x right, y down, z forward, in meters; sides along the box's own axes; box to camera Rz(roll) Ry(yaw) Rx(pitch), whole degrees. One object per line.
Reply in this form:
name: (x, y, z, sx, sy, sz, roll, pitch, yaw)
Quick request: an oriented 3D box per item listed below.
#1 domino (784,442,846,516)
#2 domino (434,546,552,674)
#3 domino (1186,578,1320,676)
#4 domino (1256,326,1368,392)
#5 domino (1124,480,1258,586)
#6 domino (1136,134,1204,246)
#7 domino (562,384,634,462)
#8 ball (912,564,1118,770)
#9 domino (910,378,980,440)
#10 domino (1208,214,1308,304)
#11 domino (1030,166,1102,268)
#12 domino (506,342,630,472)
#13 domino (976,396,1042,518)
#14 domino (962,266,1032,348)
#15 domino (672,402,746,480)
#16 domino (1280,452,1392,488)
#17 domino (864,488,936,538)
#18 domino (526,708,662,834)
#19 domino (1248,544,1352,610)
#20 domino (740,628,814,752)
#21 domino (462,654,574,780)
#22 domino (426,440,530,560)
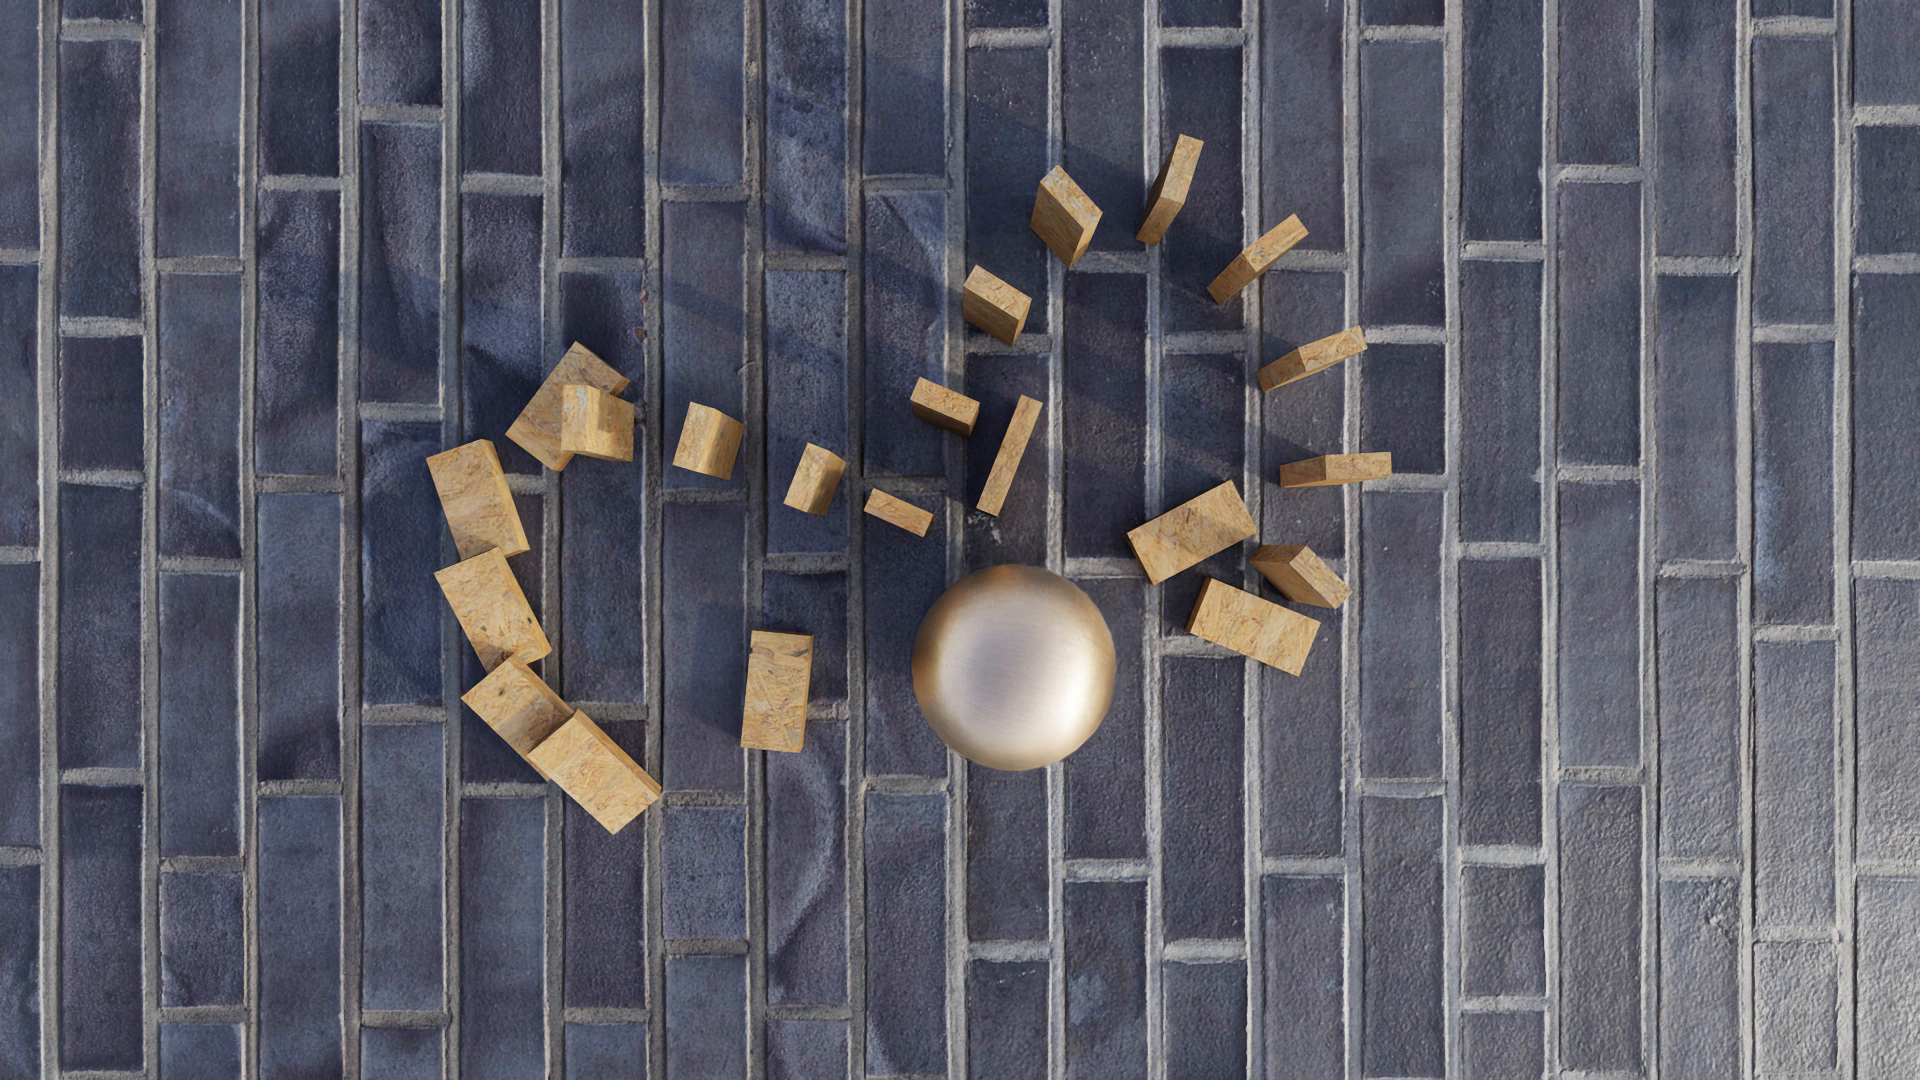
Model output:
domino: (-0.058, -0.024, 0.375, 0.010, 0.050, 0.025, 21, 90, 0)
domino: (-0.198, 0.031, 0.390, 0.025, 0.010, 0.050, -22, 102, 0)
domino: (0.126, 0.037, 0.395, 0.050, 0.009, 0.025, 22, 90, 0)
domino: (0.142, -0.073, 0.375, 0.025, 0.050, 0.009, -20, 90, 0)
domino: (0.099, -0.003, 0.395, 0.050, 0.010, 0.025, -27, 90, 0)
domino: (0.085, -0.142, 0.375, 0.010, 0.050, 0.025, 18, 90, 0)
domino: (-0.147, -0.047, 0.375, 0.010, 0.050, 0.025, 2, 90, 0)
ball: (0.021, 0.049, 0.360, 0.080, 0.080, 0.080, 0, 90, 0)
domino: (-0.006, -0.053, 0.375, 0.025, 0.050, 0.010, 23, 90, 0)
domino: (0.120, -0.114, 0.375, 0.025, 0.050, 0.009, -36, 90, 0)
domino: (0.042, -0.131, 0.375, 0.010, 0.050, 0.025, -43, 90, 0)
domino: (-0.169, -0.057, 0.395, 0.025, 0.009, 0.050, 37, 90, 0)
domino: (0.020, -0.035, 0.388, 0.010, 0.025, 0.050, 22, 90, 0)
domino: (0.014, -0.095, 0.375, 0.025, 0.050, 0.009, 31, 90, 0)
domino: (-0.102, -0.039, 0.375, 0.009, 0.050, 0.025, 16, 90, 0)
domino: (0.152, -0.028, 0.375, 0.025, 0.050, 0.009, -3, 90, 0)
domino: (-0.024, -0.010, 0.375, 0.025, 0.050, 0.010, 24, 90, 0)
domino: (-0.154, 0.098, 0.389, 0.025, 0.009, 0.050, -40, 106, 0)
domino: (0.138, 0.014, 0.375, 0.025, 0.050, 0.009, 45, 90, 0)
domino: (-0.079, 0.065, 0.395, 0.025, 0.010, 0.050, 6, 90, 0)
domino: (-0.183, 0.075, 0.390, 0.025, 0.009, 0.050, -40, 102, 0)
domino: (-0.208, -0.015, 0.395, 0.025, 0.009, 0.050, -19, 90, 0)
